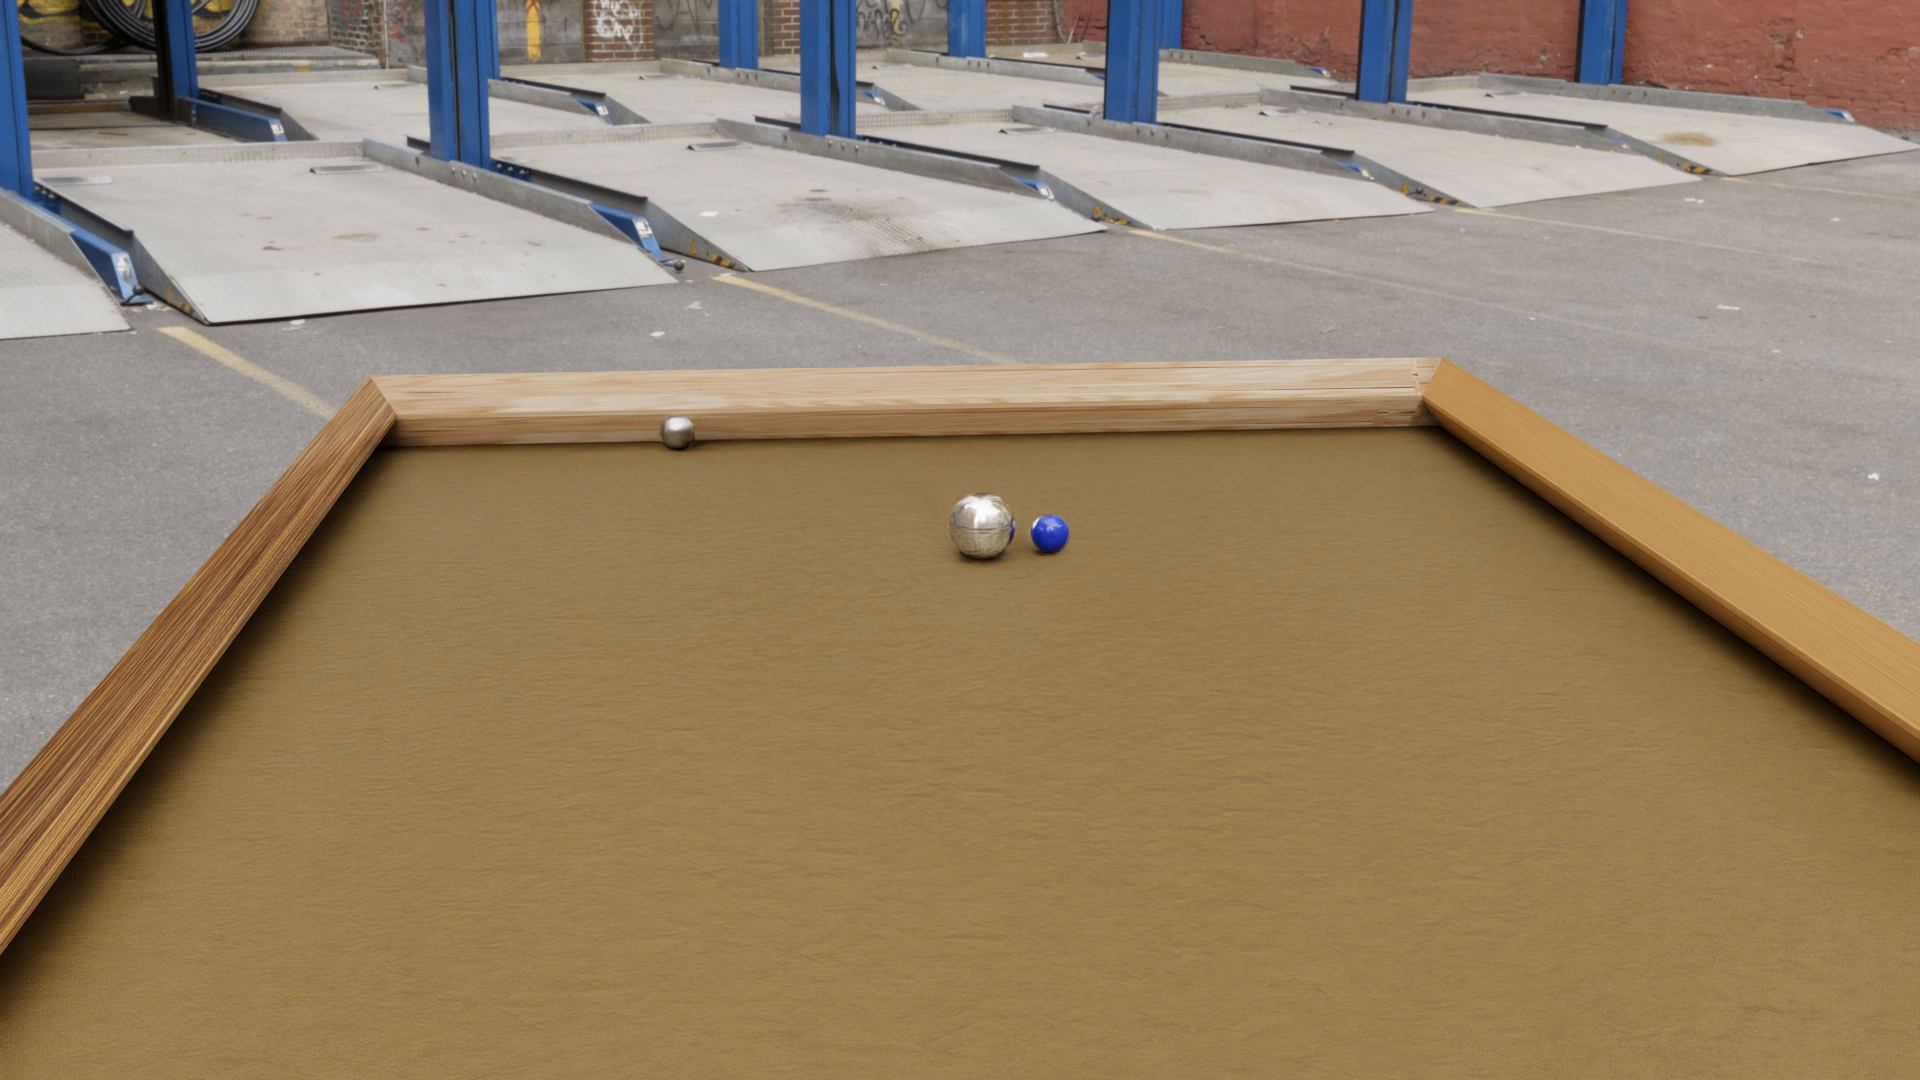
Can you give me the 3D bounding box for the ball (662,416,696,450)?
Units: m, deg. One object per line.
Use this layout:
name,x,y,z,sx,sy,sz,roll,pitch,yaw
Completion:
ball,-0.424,-0.162,3.308,0.051,0.051,0.051,0,15,0

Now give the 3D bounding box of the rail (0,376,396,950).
rail,-0.736,0.176,1.956,0.045,0.108,2.833,-1,15,-5

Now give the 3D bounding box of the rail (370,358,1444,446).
rail,-0.063,-0.208,3.365,1.655,0.108,0.045,-1,15,-5

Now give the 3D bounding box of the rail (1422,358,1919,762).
rail,0.865,0.137,2.098,0.045,0.108,2.833,-1,15,-5

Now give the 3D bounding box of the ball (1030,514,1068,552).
ball,0.112,-0.009,2.751,0.048,0.048,0.048,0,15,0

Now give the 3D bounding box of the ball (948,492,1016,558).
ball,0.027,-0.018,2.718,0.083,0.083,0.083,0,15,0
